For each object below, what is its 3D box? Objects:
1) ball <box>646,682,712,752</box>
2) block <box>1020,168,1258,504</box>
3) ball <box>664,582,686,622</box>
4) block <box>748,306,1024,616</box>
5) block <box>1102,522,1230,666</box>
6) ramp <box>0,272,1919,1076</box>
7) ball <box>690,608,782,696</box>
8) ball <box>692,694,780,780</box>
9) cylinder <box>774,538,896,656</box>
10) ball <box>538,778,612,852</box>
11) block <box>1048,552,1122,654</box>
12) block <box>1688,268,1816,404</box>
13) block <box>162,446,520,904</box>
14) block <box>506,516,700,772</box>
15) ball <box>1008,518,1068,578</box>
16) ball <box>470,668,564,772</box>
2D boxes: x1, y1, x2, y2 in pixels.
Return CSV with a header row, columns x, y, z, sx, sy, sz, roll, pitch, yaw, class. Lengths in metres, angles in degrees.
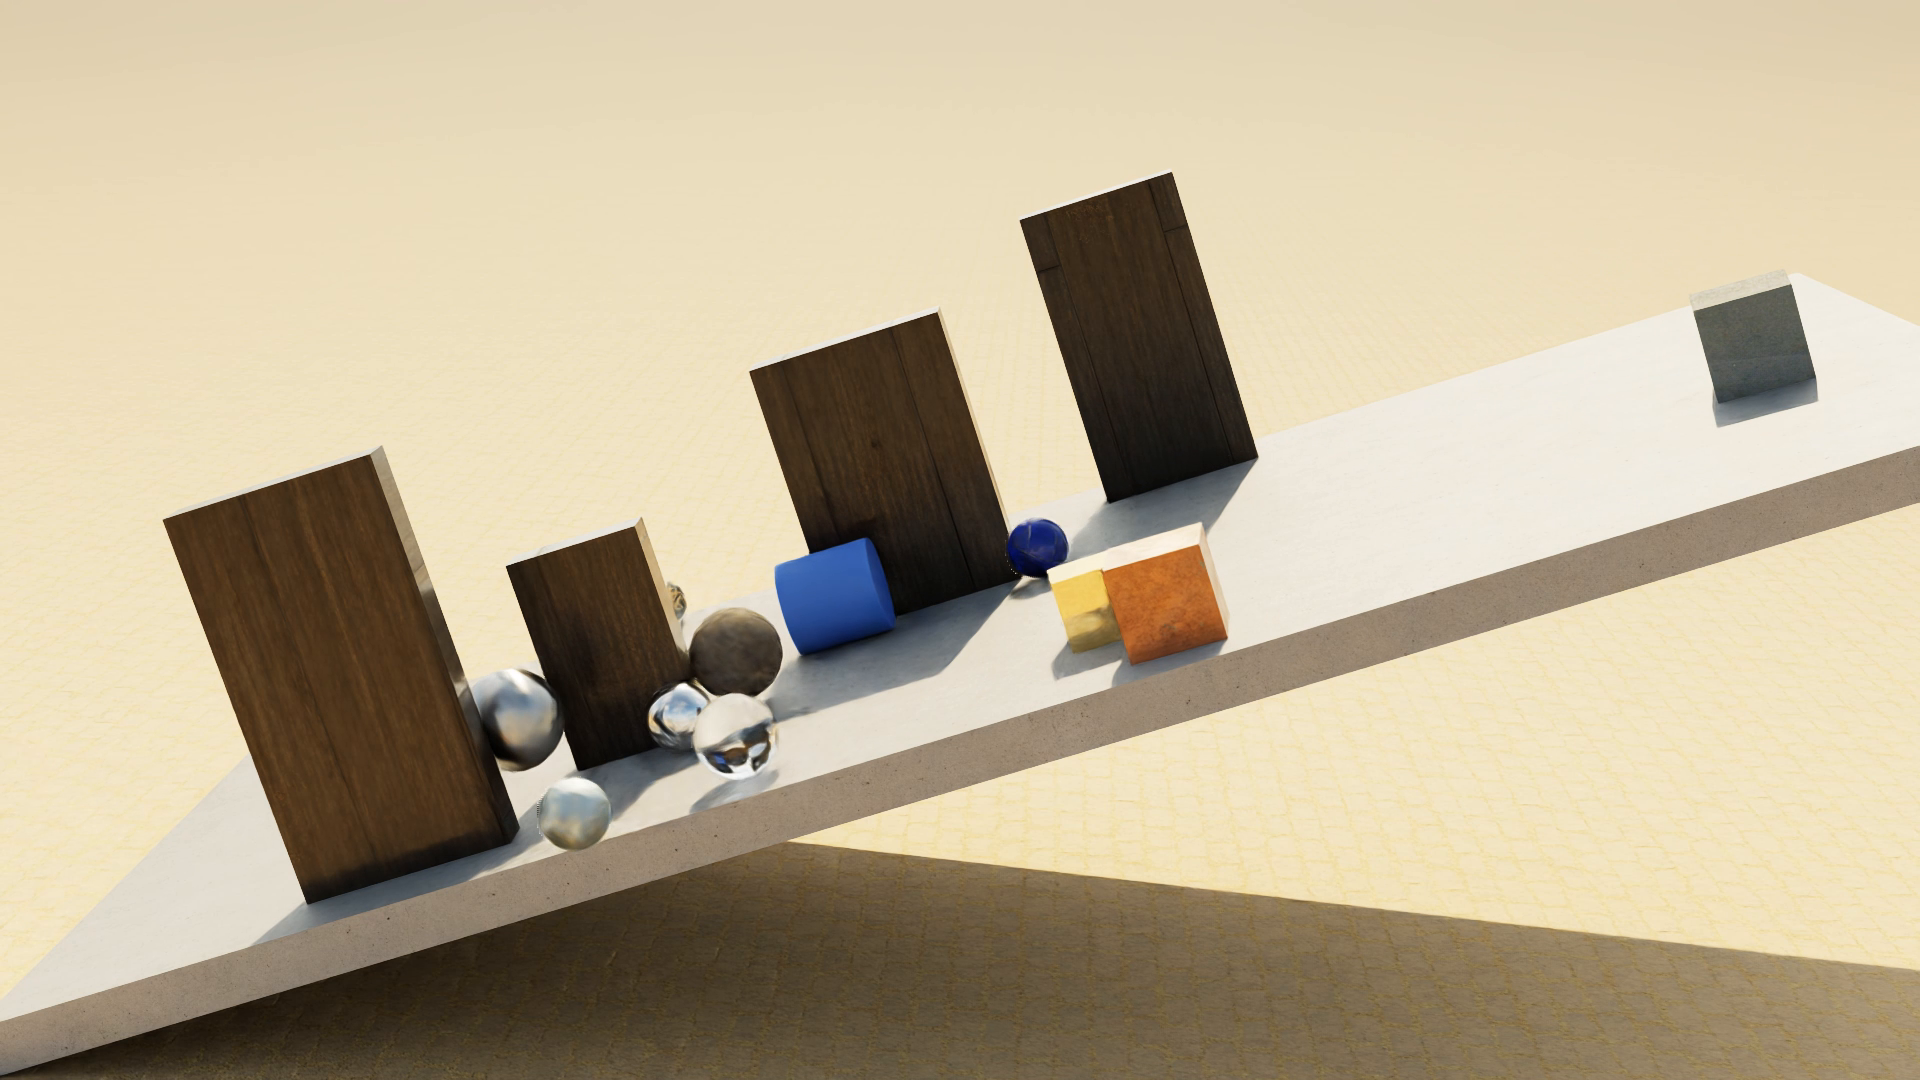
x,y,z,sx,sy,sz,roll,pitch,yaw,class
-0.559,0.353,5.875,0.139,0.139,0.139,0,11,0,ball
0.425,-0.482,6.978,0.374,0.708,0.097,-17,10,5,block
-0.731,0.159,7.250,0.115,0.115,0.115,0,11,0,ball
-0.159,-0.154,6.507,0.433,0.618,0.117,-17,10,5,block
0.385,0.099,5.471,0.185,0.185,0.185,-16,10,10,block
0.100,0.183,6.312,4.000,0.100,2.000,-17,10,5,ramp
-0.459,0.234,6.035,0.191,0.191,0.191,0,11,0,ball
-0.418,0.368,5.496,0.162,0.162,0.162,0,11,0,ball
-0.271,0.123,6.398,0.208,0.208,0.208,-17,10,6,cylinder
-0.703,0.501,5.365,0.133,0.133,0.133,0,11,0,ball
0.263,0.117,5.692,0.146,0.146,0.146,-18,10,2,block
1.624,-0.420,6.037,0.199,0.199,0.199,-15,11,15,block
-1.170,0.259,5.592,0.416,0.787,0.102,-17,10,5,block
-0.715,0.212,6.006,0.277,0.450,0.104,-17,10,5,block
0.170,0.017,6.410,0.134,0.134,0.134,0,11,0,ball
-0.876,0.354,5.757,0.204,0.204,0.204,0,11,0,ball
